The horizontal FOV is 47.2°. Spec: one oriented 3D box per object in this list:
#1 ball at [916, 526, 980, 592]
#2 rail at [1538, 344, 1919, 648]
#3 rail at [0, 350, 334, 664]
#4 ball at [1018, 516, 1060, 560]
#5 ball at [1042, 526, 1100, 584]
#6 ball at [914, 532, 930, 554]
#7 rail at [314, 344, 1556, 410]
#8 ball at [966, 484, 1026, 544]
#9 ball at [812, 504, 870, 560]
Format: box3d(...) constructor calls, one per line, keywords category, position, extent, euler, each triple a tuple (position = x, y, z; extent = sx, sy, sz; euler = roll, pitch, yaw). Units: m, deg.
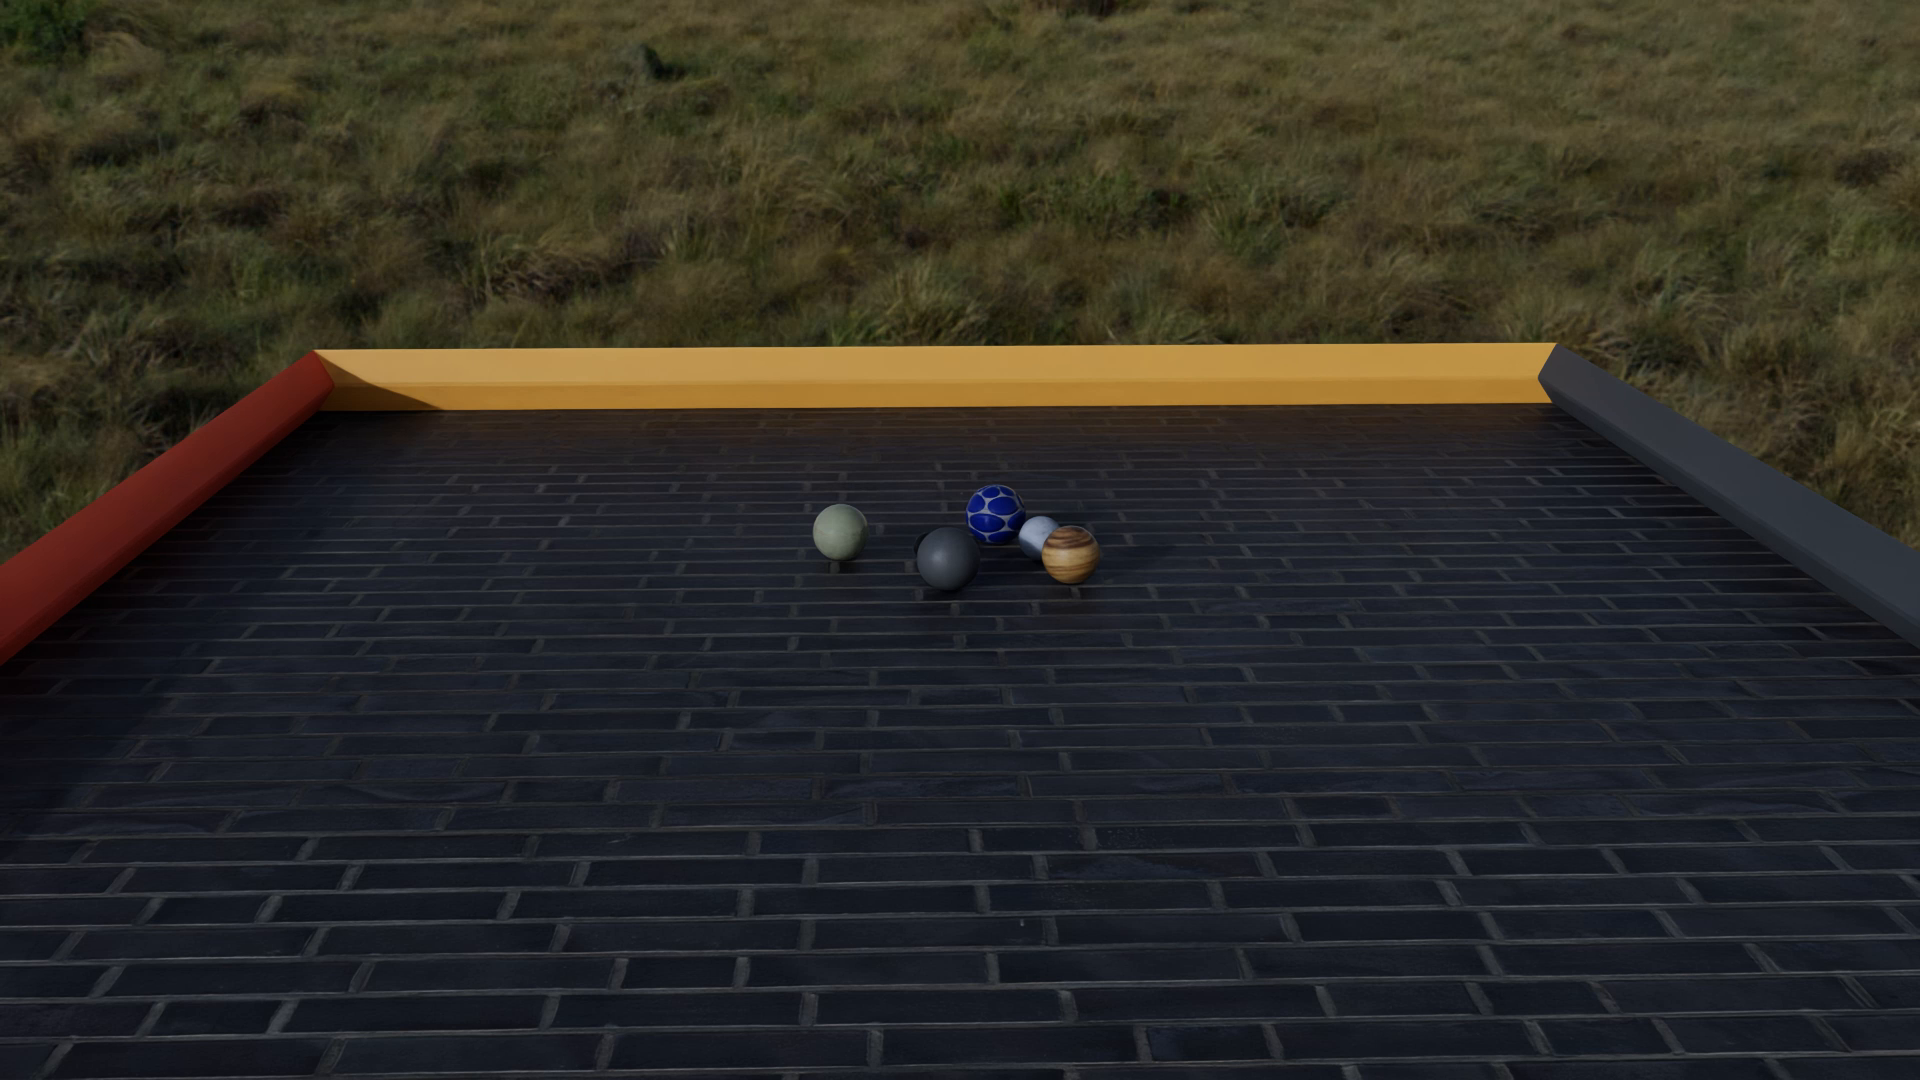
box3d(category="ball", position=(-0.015, 0.024, 2.830), extent=(0.083, 0.083, 0.083), euler=(0, 15, 0))
box3d(category="rail", position=(1.134, 0.247, 1.937), extent=(0.045, 0.109, 4.300), euler=(0, 15, -2))
box3d(category="rail", position=(-1.064, 0.266, 1.868), extent=(0.045, 0.109, 4.300), euler=(0, 15, -2))
box3d(category="ball", position=(0.110, -0.002, 2.972), extent=(0.061, 0.061, 0.061), euler=(0, 15, 0))
box3d(category="ball", position=(0.144, 0.019, 2.862), extent=(0.076, 0.076, 0.076), euler=(0, 15, 0))
box3d(category="ball", position=(-0.043, 0.010, 2.968), extent=(0.040, 0.040, 0.040), euler=(0, 15, 0))
box3d(category="rail", position=(-0.034, -0.290, 3.956), extent=(2.246, 0.109, 0.045), euler=(0, 15, -2))
box3d(category="ball", position=(0.050, -0.035, 3.051), extent=(0.084, 0.084, 0.084), euler=(0, 15, 0))
box3d(category="ball", position=(-0.161, -0.011, 2.973), extent=(0.077, 0.077, 0.077), euler=(0, 15, 0))
